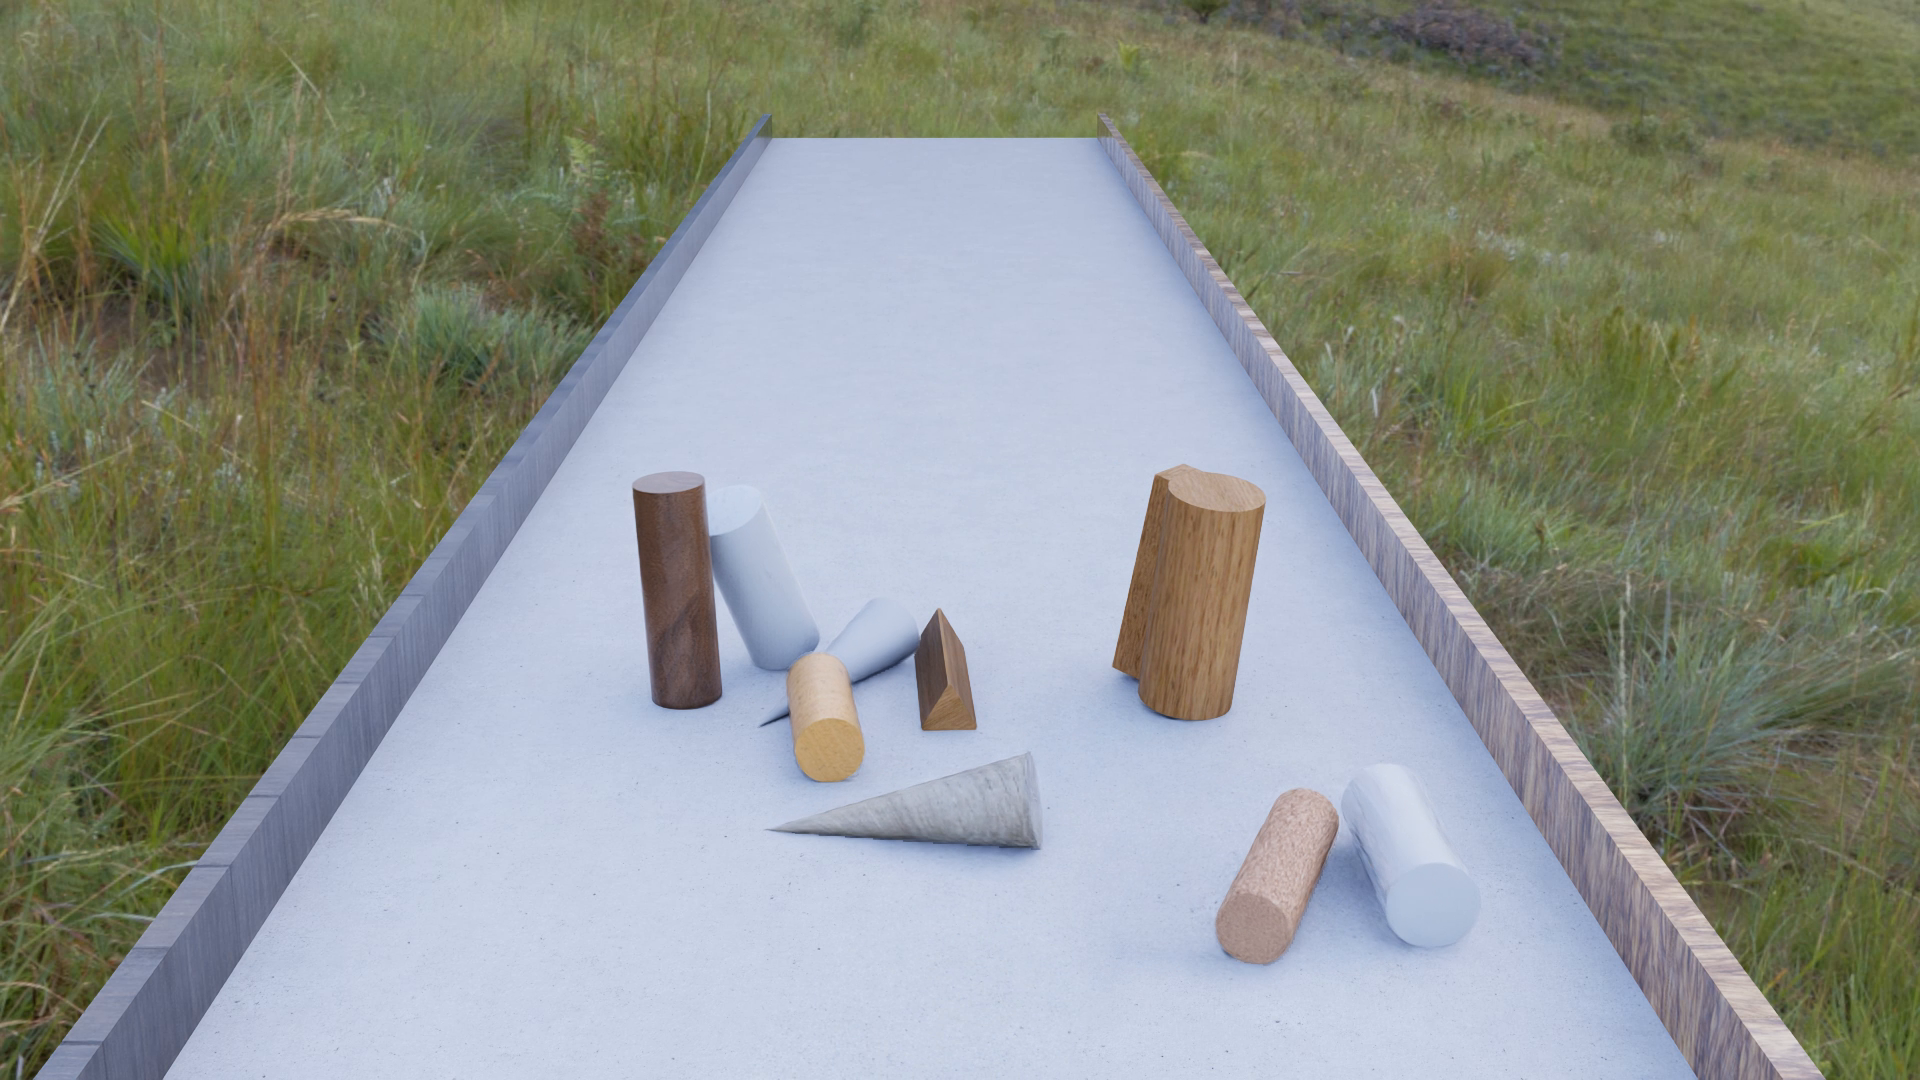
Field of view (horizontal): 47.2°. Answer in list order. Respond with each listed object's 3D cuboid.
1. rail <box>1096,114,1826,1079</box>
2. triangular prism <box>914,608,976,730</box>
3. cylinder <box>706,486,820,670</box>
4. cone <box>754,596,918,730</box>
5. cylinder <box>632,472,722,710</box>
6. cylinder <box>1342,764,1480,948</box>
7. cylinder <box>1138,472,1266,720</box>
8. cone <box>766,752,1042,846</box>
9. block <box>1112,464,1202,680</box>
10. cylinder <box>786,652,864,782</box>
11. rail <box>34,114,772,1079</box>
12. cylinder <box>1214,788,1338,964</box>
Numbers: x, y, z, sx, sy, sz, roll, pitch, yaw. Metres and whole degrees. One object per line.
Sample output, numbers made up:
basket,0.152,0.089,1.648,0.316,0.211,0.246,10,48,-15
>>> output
rail,0.932,-0.844,7.801,0.050,0.150,12.000,0,17,-1
triangular prism,-0.031,0.242,4.249,0.101,0.087,0.447,-1,17,-3
cylinder,-0.400,0.076,4.304,0.150,0.352,0.150,-13,37,10
cone,-0.259,0.262,4.225,0.137,0.137,0.452,10,28,31
cylinder,-0.531,0.095,4.142,0.135,0.429,0.135,-2,19,1
cylinder,0.686,0.478,3.379,0.136,0.136,0.374,0,17,0
cylinder,0.447,0.105,4.085,0.179,0.426,0.179,5,24,-2
cone,-0.102,0.448,3.587,0.455,0.154,0.154,-7,15,9
block,0.407,0.070,4.246,0.108,0.410,0.108,24,26,30
cylinder,-0.245,0.315,3.956,0.119,0.119,0.340,-2,17,-7
rail,-1.118,-0.838,7.780,0.050,0.150,12.000,0,17,-1
cylinder,0.486,0.504,3.340,0.110,0.110,0.406,6,17,18
